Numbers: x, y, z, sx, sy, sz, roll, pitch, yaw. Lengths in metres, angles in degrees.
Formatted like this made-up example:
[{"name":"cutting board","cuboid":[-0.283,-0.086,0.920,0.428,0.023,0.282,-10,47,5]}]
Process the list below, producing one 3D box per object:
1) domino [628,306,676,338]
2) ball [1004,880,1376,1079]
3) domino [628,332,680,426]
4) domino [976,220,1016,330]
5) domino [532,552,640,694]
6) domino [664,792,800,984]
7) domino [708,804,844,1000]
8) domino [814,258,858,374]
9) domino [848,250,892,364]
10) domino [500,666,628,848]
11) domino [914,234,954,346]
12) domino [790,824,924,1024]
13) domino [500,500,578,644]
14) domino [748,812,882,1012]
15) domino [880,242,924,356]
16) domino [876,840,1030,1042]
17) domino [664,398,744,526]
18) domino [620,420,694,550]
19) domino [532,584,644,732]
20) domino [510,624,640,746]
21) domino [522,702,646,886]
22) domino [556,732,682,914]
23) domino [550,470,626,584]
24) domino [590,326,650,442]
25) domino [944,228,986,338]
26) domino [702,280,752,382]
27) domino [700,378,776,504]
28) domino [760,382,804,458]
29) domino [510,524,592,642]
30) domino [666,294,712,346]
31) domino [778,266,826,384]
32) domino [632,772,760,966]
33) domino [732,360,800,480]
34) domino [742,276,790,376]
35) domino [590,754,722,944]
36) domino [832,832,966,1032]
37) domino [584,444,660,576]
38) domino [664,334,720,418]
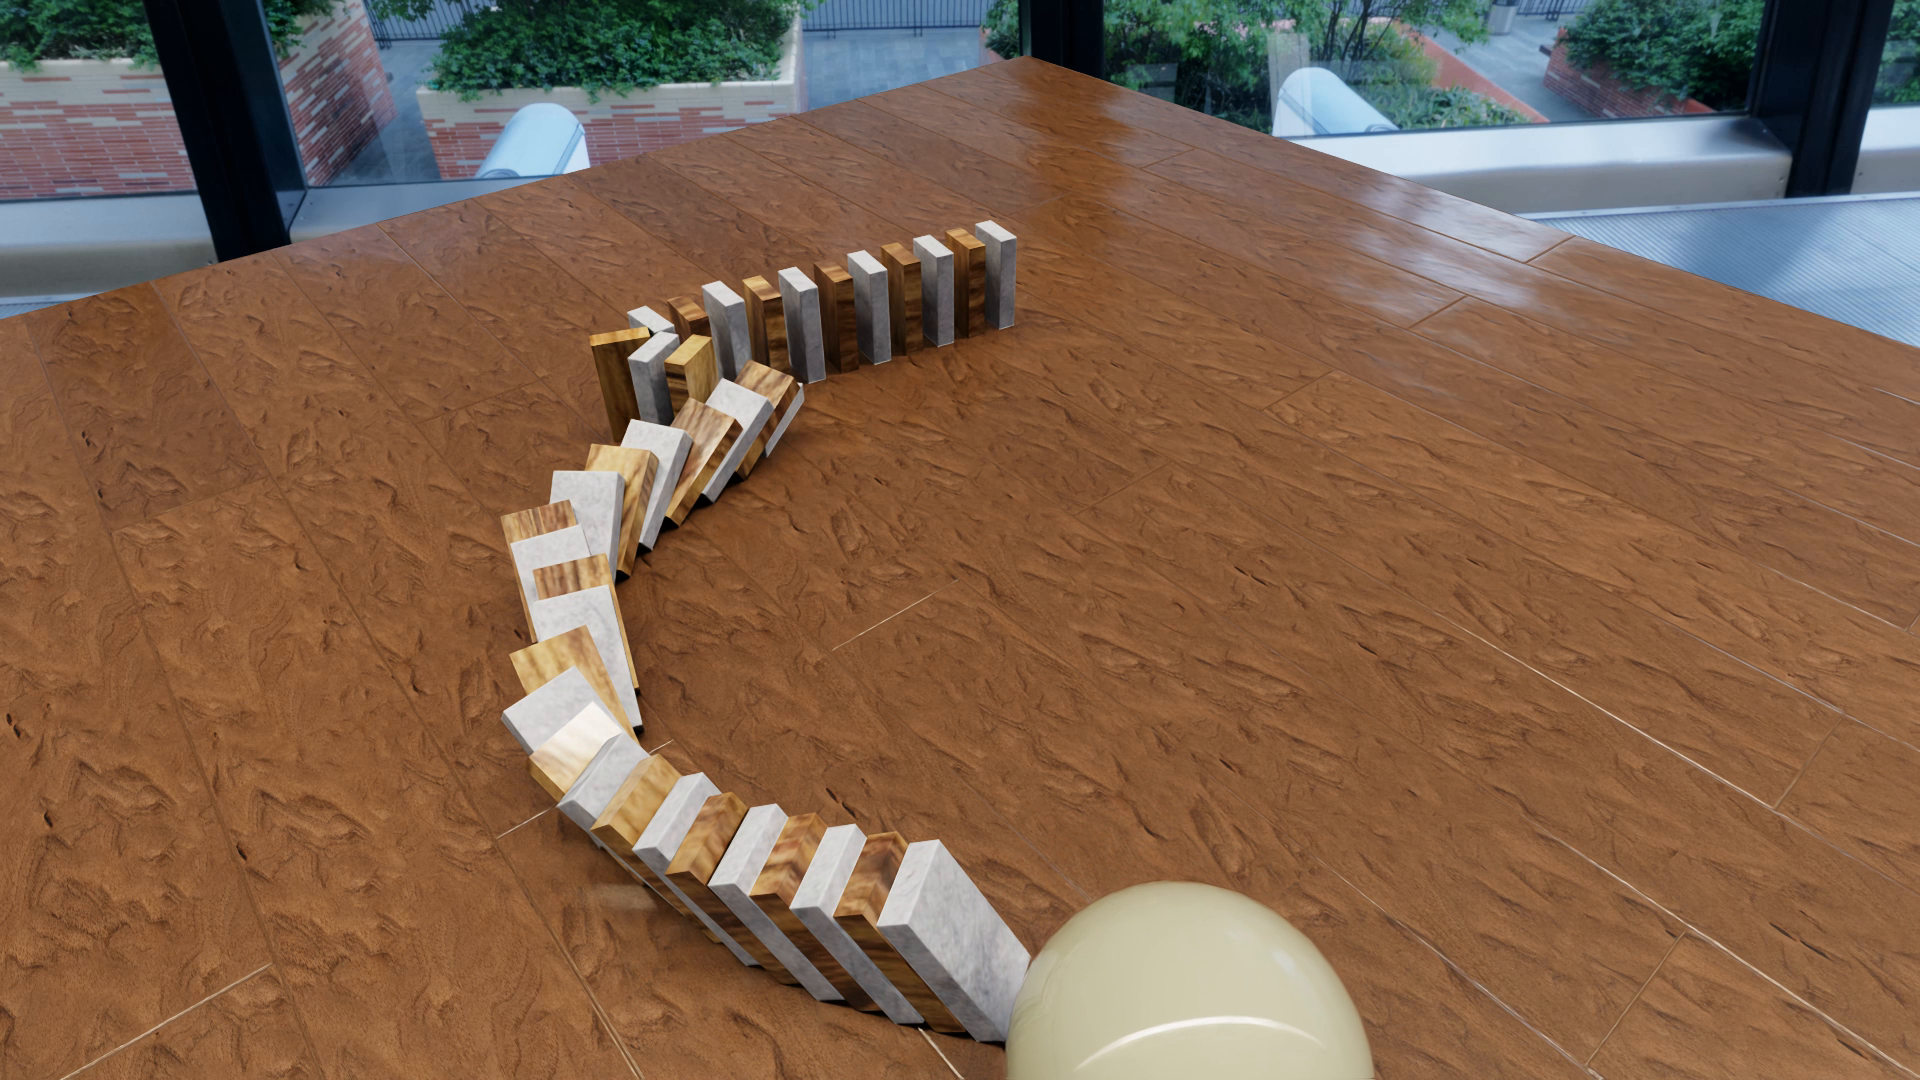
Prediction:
[{"name":"domino","cuboid":[-0.139,-0.080,0.509,0.010,0.050,0.025,-30,48,-31]},{"name":"ball","cuboid":[0.050,0.117,0.244,0.080,0.080,0.080,0,39,0]},{"name":"domino","cuboid":[-0.132,-0.064,0.490,0.009,0.050,0.025,13,41,16]},{"name":"domino","cuboid":[0.019,-0.140,0.583,0.009,0.050,0.025,-21,44,-24]},{"name":"domino","cuboid":[-0.130,0.032,0.384,0.025,0.009,0.050,-14,75,-16]},{"name":"domino","cuboid":[-0.055,0.095,0.298,0.010,0.050,0.025,-18,30,33]},{"name":"domino","cuboid":[-0.044,0.097,0.295,0.010,0.050,0.025,-17,30,32]},{"name":"domino","cuboid":[-0.062,-0.111,0.547,0.010,0.050,0.025,-20,43,-23]},{"name":"domino","cuboid":[-0.046,-0.117,0.554,0.009,0.050,0.025,-20,43,-23]},{"name":"domino","cuboid":[-0.115,0.067,0.340,0.025,0.010,0.050,-37,88,-35]},{"name":"domino","cuboid":[-0.013,-0.129,0.568,0.009,0.050,0.025,-20,43,-22]},{"name":"domino","cuboid":[-0.022,0.101,0.290,0.009,0.050,0.025,-17,30,32]},{"name":"domino","cuboid":[-0.151,0.012,0.407,0.025,0.010,0.050,-16,75,-16]},{"name":"domino","cuboid":[-0.033,0.099,0.292,0.010,0.050,0.025,-17,30,32]},{"name":"domino","cuboid":[-0.030,-0.123,0.561,0.009,0.050,0.025,-20,43,-23]},{"name":"domino","cuboid":[0.000,0.104,0.286,0.009,0.050,0.025,-17,30,32]},{"name":"domino","cuboid":[-0.116,-0.033,0.464,0.025,0.009,0.050,25,75,19]},{"name":"domino","cuboid":[-0.131,-0.023,0.451,0.025,0.009,0.050,12,74,15]},{"name":"domino","cuboid":[-0.125,0.043,0.371,0.025,0.009,0.050,-14,75,-16]},{"name":"domino","cuboid":[-0.123,0.055,0.355,0.025,0.010,0.050,-23,78,-25]},{"name":"domino","cuboid":[-0.103,0.076,0.329,0.050,0.009,0.025,46,49,-2]},{"name":"domino","cuboid":[-0.088,0.082,0.317,0.009,0.050,0.025,-28,22,38]},{"name":"domino","cuboid":[-0.145,-0.001,0.423,0.025,0.010,0.050,1,75,1]},{"name":"domino","cuboid":[-0.149,-0.070,0.497,0.025,0.050,0.009,-13,41,-15]},{"name":"domino","cuboid":[0.003,-0.134,0.575,0.009,0.050,0.025,-20,43,-23]},{"name":"domino","cuboid":[-0.111,-0.096,0.528,0.009,0.050,0.025,-25,45,-27]},{"name":"domino","cuboid":[-0.105,-0.043,0.476,0.025,0.009,0.050,25,75,19]},{"name":"domino","cuboid":[-0.093,-0.058,0.514,0.025,0.010,0.050,9,40,10]},{"name":"domino","cuboid":[-0.142,0.022,0.396,0.025,0.010,0.050,-17,76,-16]},{"name":"domino","cuboid":[-0.124,-0.086,0.517,0.010,0.050,0.025,-24,45,-26]},{"name":"domino","cuboid":[-0.077,-0.105,0.540,0.009,0.050,0.025,-21,44,-23]},{"name":"domino","cuboid":[-0.065,0.091,0.303,0.010,0.050,0.025,-18,28,33]},{"name":"domino","cuboid":[-0.095,-0.054,0.489,0.025,0.009,0.050,23,75,19]},{"name":"domino","cuboid":[-0.093,-0.099,0.532,0.009,0.050,0.025,-21,44,-24]},{"name":"domino","cuboid":[-0.077,0.087,0.309,0.009,0.050,0.025,-24,25,36]},{"name":"domino","cuboid":[-0.011,0.103,0.288,0.009,0.050,0.025,-17,30,32]},{"name":"domino","cuboid":[-0.139,-0.012,0.437,0.025,0.009,0.050,7,74,8]},{"name":"domino","cuboid":[-0.117,-0.062,0.488,0.009,0.050,0.025,12,41,14]}]
